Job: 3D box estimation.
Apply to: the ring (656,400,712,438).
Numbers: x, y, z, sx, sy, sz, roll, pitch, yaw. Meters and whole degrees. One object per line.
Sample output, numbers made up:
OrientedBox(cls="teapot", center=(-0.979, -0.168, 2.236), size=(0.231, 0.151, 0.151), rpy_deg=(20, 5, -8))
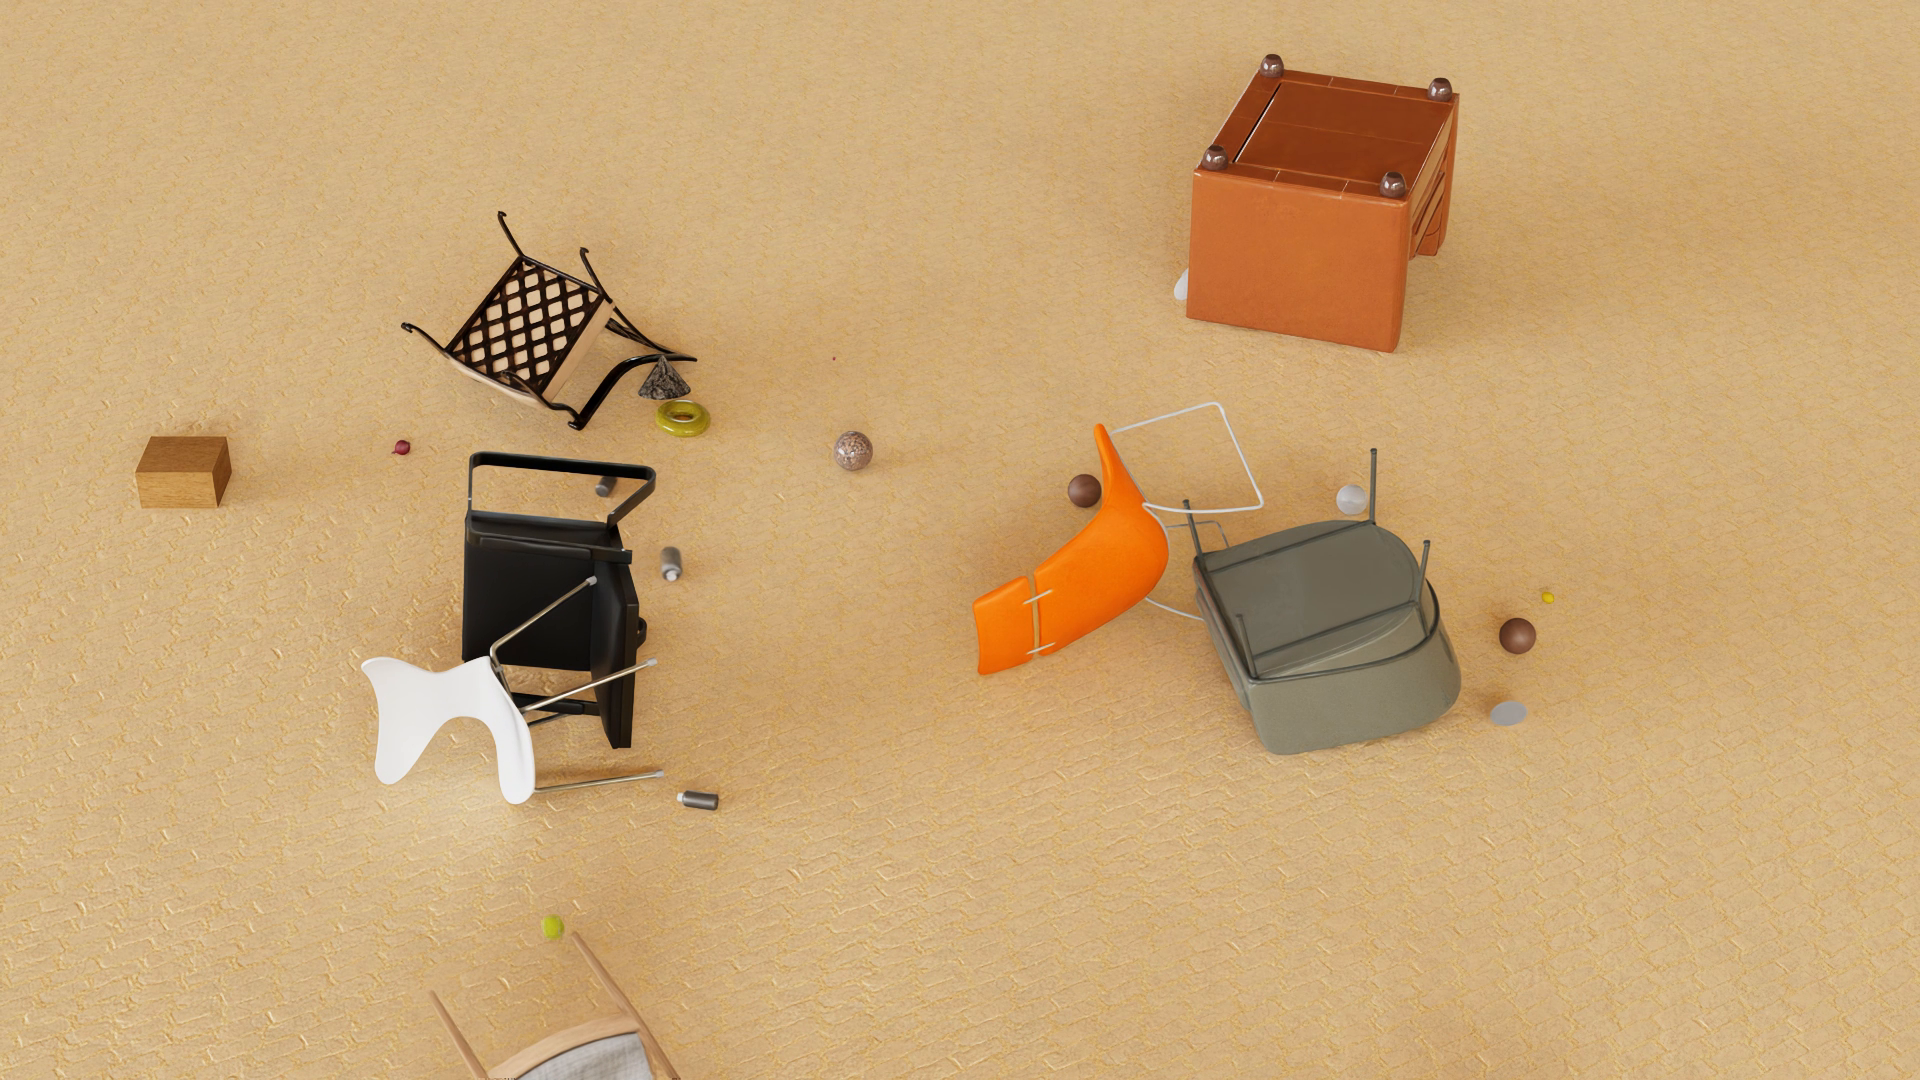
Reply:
OrientedBox(cls="ring", center=(-1.098, -0.482, 11.620), size=(0.216, 0.062, 0.261), rpy_deg=(-14, 35, -22))

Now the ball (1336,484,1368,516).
OrientedBox(cls="ball", center=(1.480, -0.152, 11.067), size=(0.119, 0.119, 0.119), rpy_deg=(0, 33, 0))

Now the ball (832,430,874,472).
OrientedBox(cls="ball", center=(-0.413, -0.344, 11.324), size=(0.157, 0.157, 0.157), rpy_deg=(0, 33, 0))

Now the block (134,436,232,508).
OrientedBox(cls="block", center=(-2.961, -0.258, 11.189), size=(0.289, 0.162, 0.261), rpy_deg=(0, 33, 0))

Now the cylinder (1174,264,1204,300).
OrientedBox(cls="cylinder", center=(0.977, -1.100, 12.489), size=(0.084, 0.153, 0.090), rpy_deg=(36, 38, -2))

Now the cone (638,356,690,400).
OrientedBox(cls="cone", center=(-1.195, -0.673, 11.810), size=(0.215, 0.171, 0.133), rpy_deg=(-4, 34, -7))

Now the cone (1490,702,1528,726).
OrientedBox(cls="cone", center=(1.858, 0.587, 10.019), size=(0.135, 0.085, 0.086), rpy_deg=(-6, 7, -12))
